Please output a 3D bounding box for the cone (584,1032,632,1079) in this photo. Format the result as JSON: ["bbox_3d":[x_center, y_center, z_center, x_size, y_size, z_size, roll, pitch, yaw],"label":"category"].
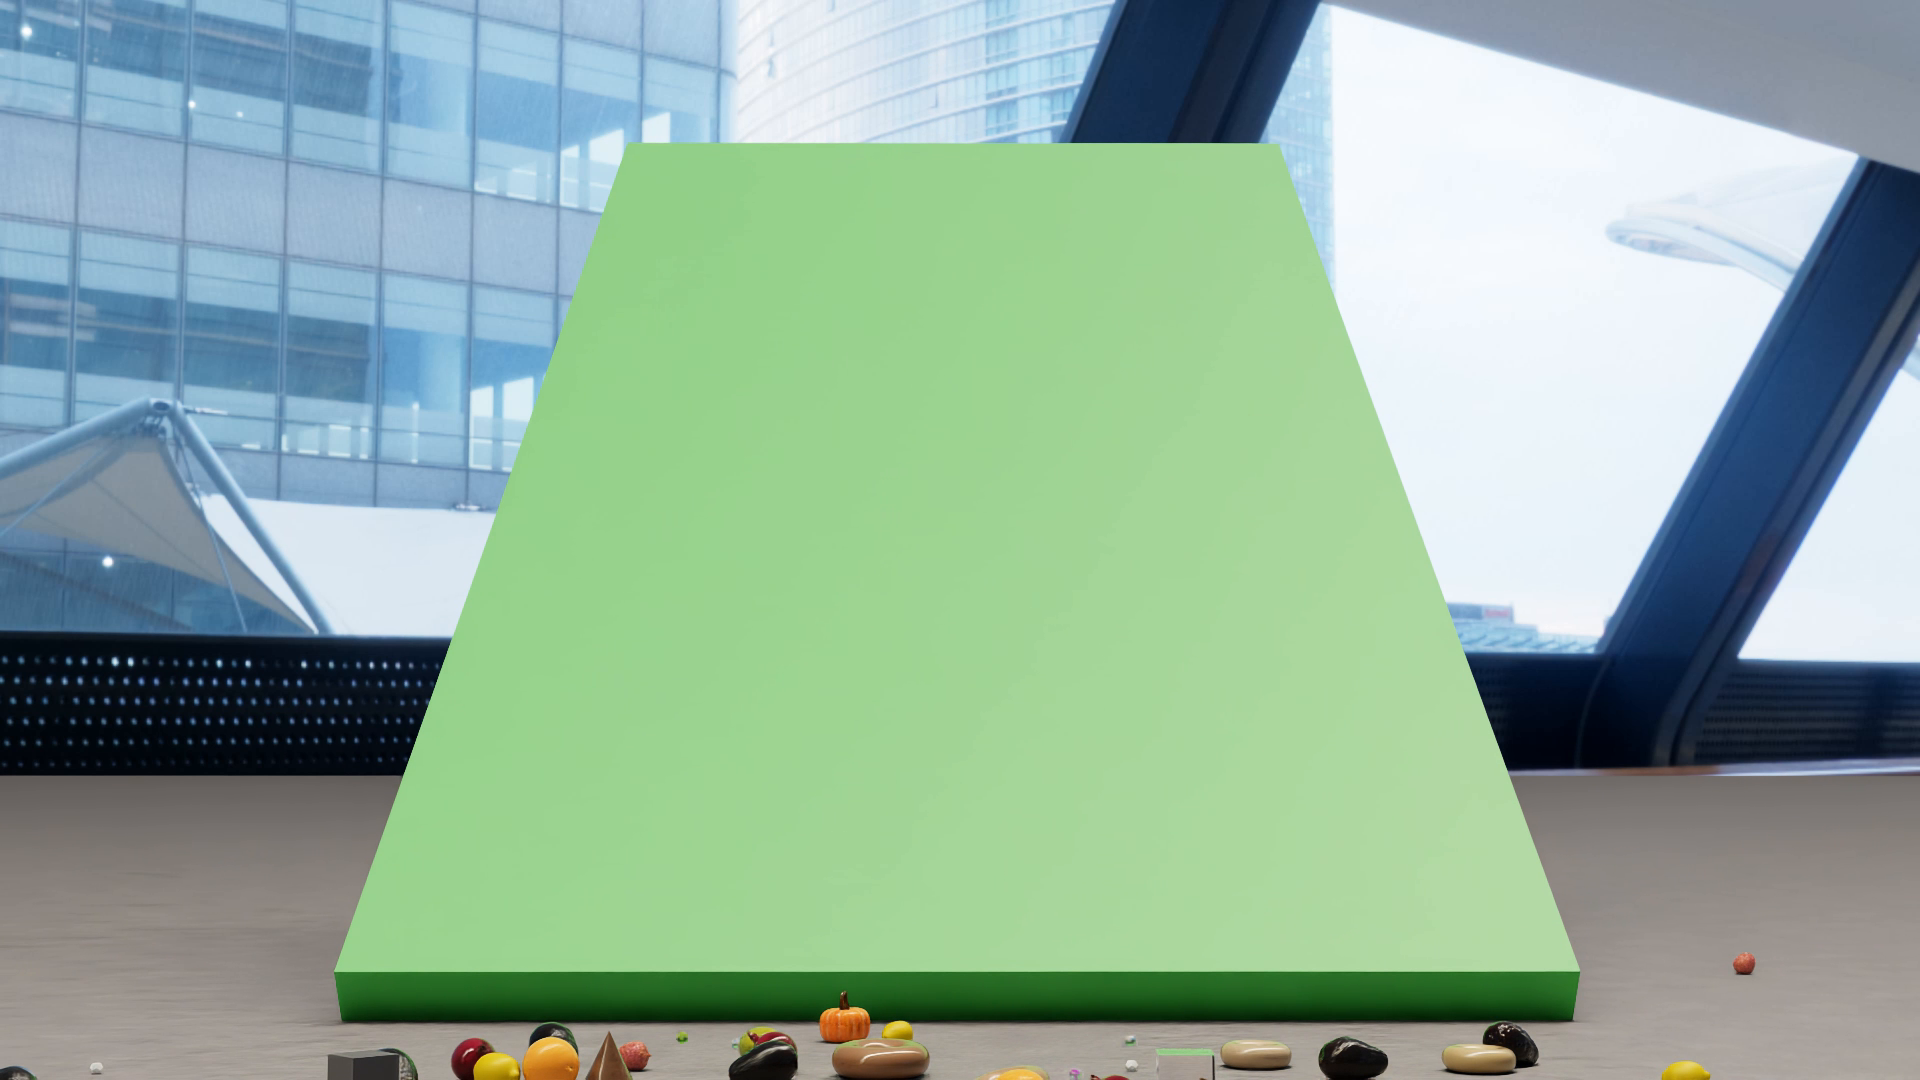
[{"bbox_3d":[-0.450,0.665,3.067,0.072,0.072,0.072,0,-5,0],"label":"cone"}]

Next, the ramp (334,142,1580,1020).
[{"bbox_3d":[-0.012,-0.220,5.623,2.000,0.100,4.000,0,29,0],"label":"ramp"}]

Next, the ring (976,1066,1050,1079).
[{"bbox_3d":[0.055,0.656,2.851,0.109,0.036,0.109,-14,0,0],"label":"ring"}]

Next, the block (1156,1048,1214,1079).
[{"bbox_3d":[0.271,0.651,2.884,0.067,0.067,0.067,0,-5,2],"label":"block"}]

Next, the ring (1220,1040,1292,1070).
[{"bbox_3d":[0.406,0.707,3.286,0.098,0.033,0.098,1,-5,0],"label":"ring"}]

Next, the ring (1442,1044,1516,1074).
[{"bbox_3d":[0.701,0.701,3.236,0.099,0.033,0.099,1,-6,0],"label":"ring"}]

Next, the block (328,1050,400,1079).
[{"bbox_3d":[-0.725,0.655,2.907,0.062,0.062,0.062,5,-8,-43],"label":"block"}]

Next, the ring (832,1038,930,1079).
[{"bbox_3d":[-0.105,0.691,3.184,0.131,0.044,0.131,0,-4,0],"label":"ring"}]
